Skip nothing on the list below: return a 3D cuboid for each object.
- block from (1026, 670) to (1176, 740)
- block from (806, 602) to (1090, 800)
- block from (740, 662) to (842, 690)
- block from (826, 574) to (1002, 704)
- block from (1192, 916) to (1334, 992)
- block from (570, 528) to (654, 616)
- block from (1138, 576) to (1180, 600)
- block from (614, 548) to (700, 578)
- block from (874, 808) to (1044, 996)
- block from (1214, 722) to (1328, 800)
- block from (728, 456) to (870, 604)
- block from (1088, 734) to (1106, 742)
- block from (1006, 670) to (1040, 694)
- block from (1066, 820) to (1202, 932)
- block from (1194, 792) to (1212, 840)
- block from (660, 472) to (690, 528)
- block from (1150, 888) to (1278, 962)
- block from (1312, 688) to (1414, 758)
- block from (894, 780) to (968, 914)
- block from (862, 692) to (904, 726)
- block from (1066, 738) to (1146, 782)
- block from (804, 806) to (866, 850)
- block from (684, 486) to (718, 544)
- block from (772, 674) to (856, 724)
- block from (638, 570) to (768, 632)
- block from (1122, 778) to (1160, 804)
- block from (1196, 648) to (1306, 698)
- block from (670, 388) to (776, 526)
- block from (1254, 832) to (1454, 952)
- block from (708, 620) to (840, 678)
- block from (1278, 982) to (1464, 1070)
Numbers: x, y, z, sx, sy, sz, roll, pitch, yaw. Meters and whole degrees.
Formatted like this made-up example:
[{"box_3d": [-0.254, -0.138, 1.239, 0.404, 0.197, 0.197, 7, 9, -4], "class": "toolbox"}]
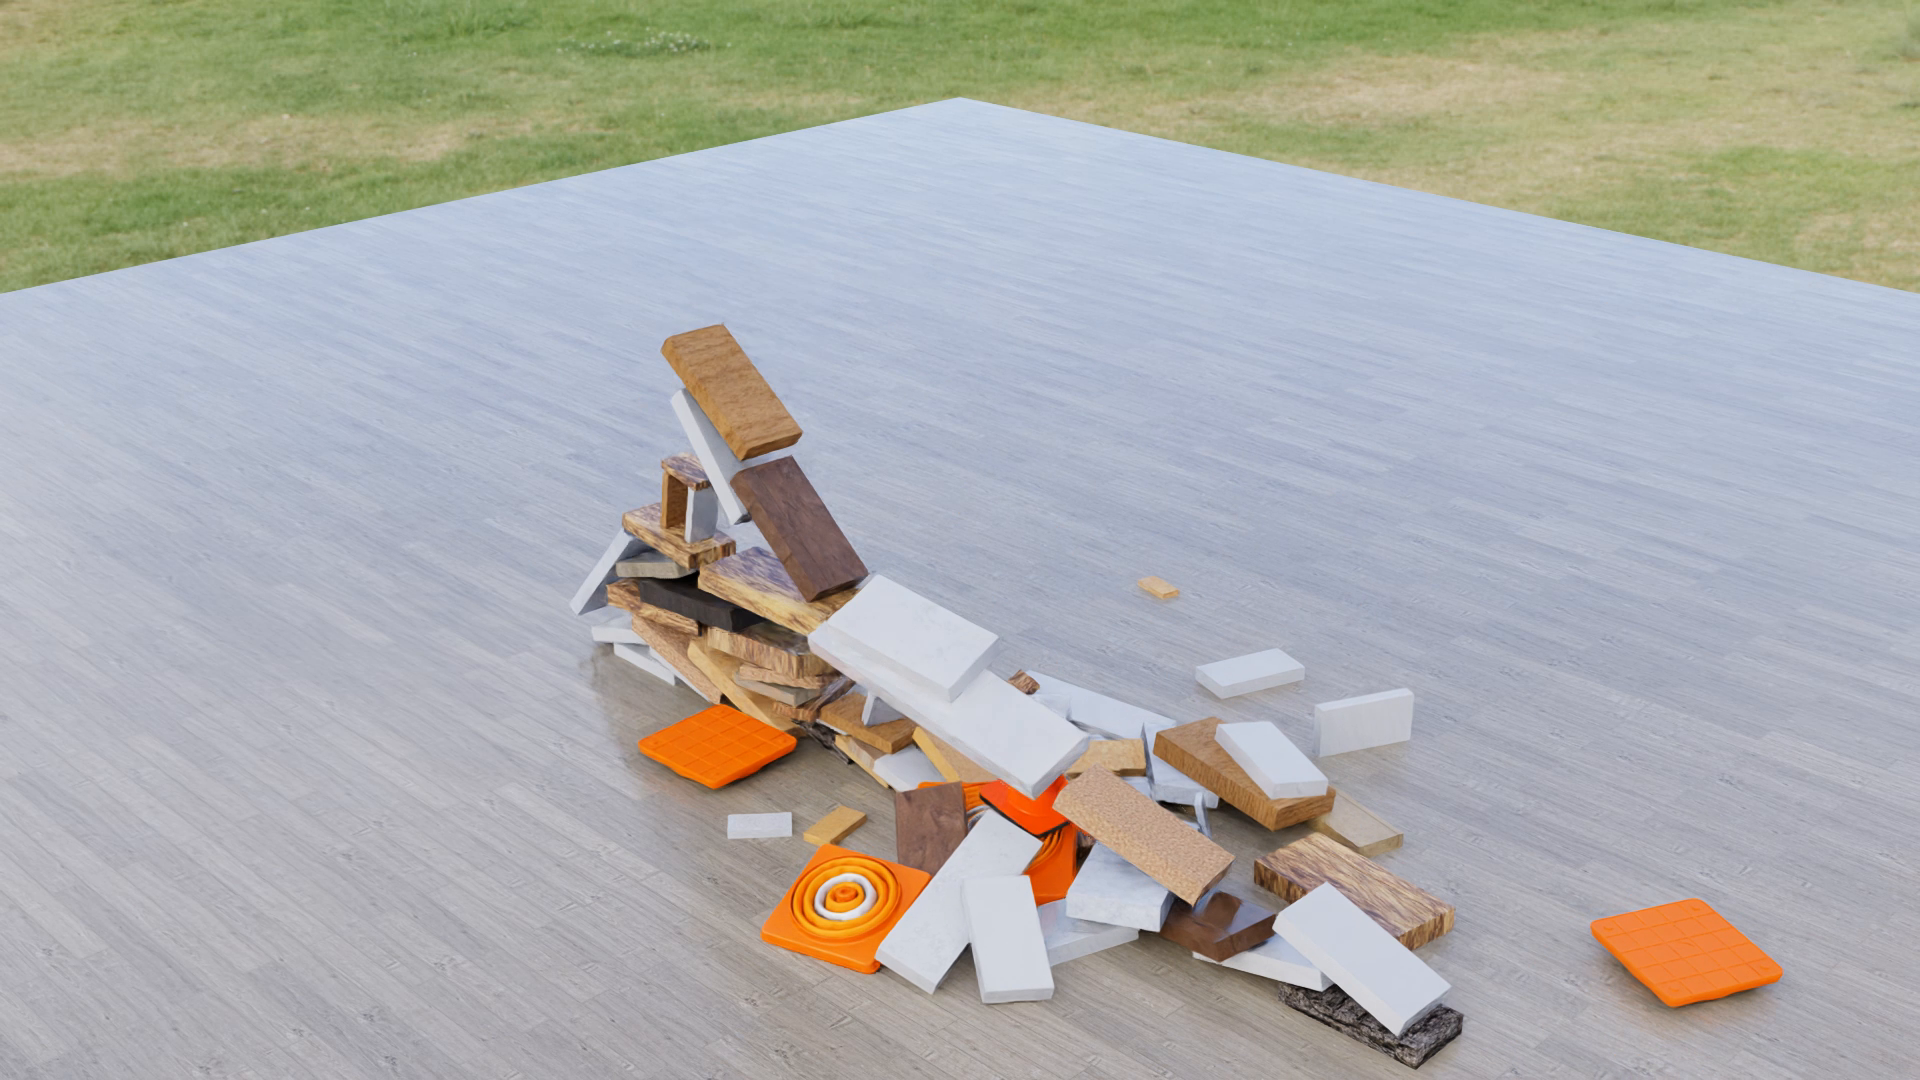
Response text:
[{"box_3d": [0.271, 0.379, 4.819, 0.398, 0.037, 0.132, 17, 29, 35], "class": "block"}, {"box_3d": [-0.031, 0.295, 4.288, 0.614, 0.045, 0.157, 31, 59, 34], "class": "block"}, {"box_3d": [-0.358, 0.278, 4.649, 0.191, 0.027, 0.095, 6, 16, 25], "class": "block"}, {"box_3d": [-0.091, 0.192, 4.338, 0.315, 0.045, 0.157, 27, 56, 31], "class": "block"}, {"box_3d": [0.568, 0.727, 3.922, 0.283, 0.040, 0.141, 6, 21, 44], "class": "block"}, {"box_3d": [-0.786, 0.060, 5.100, 0.126, 0.359, 0.036, -20, 72, -39], "class": "block"}, {"box_3d": [0.493, 0.118, 5.465, 0.050, 0.014, 0.101, -14, 27, -30], "class": "block"}, {"box_3d": [-0.654, 0.049, 4.941, 0.126, 0.036, 0.252, -20, 12, -38], "class": "block"}, {"box_3d": [0.003, 0.655, 4.013, 0.123, 0.035, 0.403, 30, 44, 13], "class": "block"}, {"box_3d": [0.626, 0.441, 4.429, 0.123, 0.035, 0.246, -1, 24, -22], "class": "block"}, {"box_3d": [-0.334, -0.024, 4.573, 0.154, 0.044, 0.309, -20, 71, -46], "class": "block"}, {"box_3d": [0.312, 0.455, 4.617, 0.070, 0.020, 0.140, -7, 31, -43], "class": "block"}, {"box_3d": [0.109, 0.345, 4.839, 0.127, 0.018, 0.063, -40, 46, -15], "class": "block"}, {"box_3d": [0.329, 0.615, 4.115, 0.172, 0.049, 0.362, 7, 19, 16], "class": "block"}, {"box_3d": [0.479, 0.553, 4.328, 0.014, 0.101, 0.050, -9, 21, 13], "class": "block"}, {"box_3d": [-0.623, -0.097, 4.849, 0.070, 0.140, 0.020, -22, 44, -37], "class": "block"}, {"box_3d": [0.444, 0.687, 3.981, 0.134, 0.038, 0.267, -21, 14, -24], "class": "block"}, {"box_3d": [0.862, 0.390, 4.699, 0.222, 0.111, 0.031, -9, 24, -19], "class": "block"}, {"box_3d": [-0.051, 0.584, 4.161, 0.132, 0.037, 0.265, -11, 46, 7], "class": "block"}, {"box_3d": [-0.139, 0.301, 4.495, 0.087, 0.210, 0.025, -12, 53, -26], "class": "block"}, {"box_3d": [0.296, 0.456, 4.561, 0.175, 0.025, 0.087, -4, 39, 2], "class": "block"}, {"box_3d": [-0.248, 0.573, 4.388, 0.063, 0.018, 0.127, 14, 27, 30], "class": "block"}, {"box_3d": [-0.561, -0.063, 4.790, 0.070, 0.140, 0.020, -23, 46, -36], "class": "block"}, {"box_3d": [-0.306, 0.322, 4.711, 0.095, 0.027, 0.223, 12, 26, 21], "class": "block"}, {"box_3d": [-0.536, 0.120, 4.833, 0.174, 0.049, 0.347, -20, 23, -38], "class": "block"}, {"box_3d": [0.335, 0.557, 4.399, 0.134, 0.038, 0.267, 0, 23, 0], "class": "block"}, {"box_3d": [0.660, 0.303, 5.007, 0.222, 0.031, 0.111, -11, 25, -24], "class": "block"}, {"box_3d": [-0.478, -0.185, 4.650, 0.154, 0.044, 0.309, -12, 69, -44], "class": "block"}, {"box_3d": [0.737, 0.666, 4.129, 0.172, 0.049, 0.345, -17, 28, -34], "class": "block"}, {"box_3d": [-0.375, 0.224, 4.701, 0.174, 0.049, 0.347, -7, 14, -37], "class": "block"}, {"box_3d": [0.709, 0.809, 3.803, 0.283, 0.040, 0.141, 21, 31, 40], "class": "block"}]
